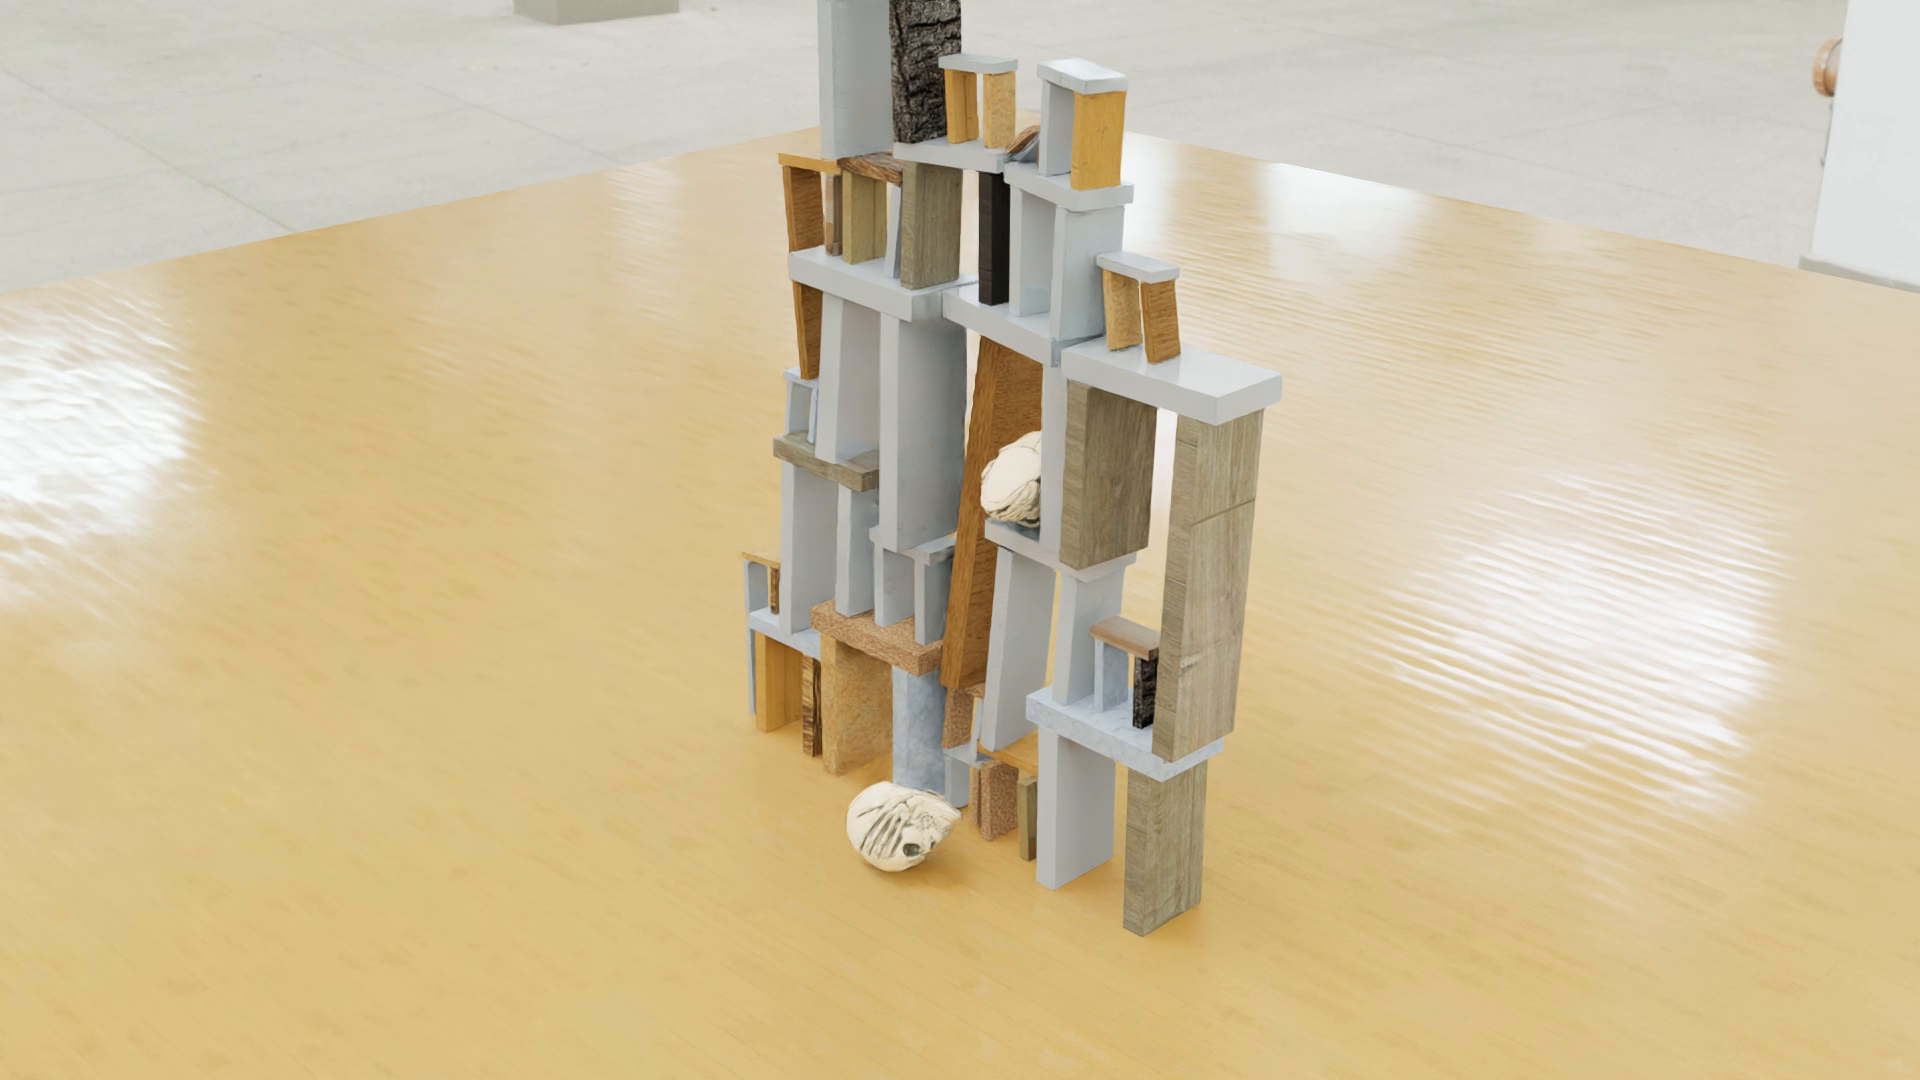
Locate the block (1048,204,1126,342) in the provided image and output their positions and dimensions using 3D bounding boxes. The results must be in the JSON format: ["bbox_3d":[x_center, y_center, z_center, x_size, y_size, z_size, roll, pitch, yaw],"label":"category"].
[{"bbox_3d":[0.218,-0.465,3.778,0.117,0.235,0.033,-12,30,-25],"label":"block"}]

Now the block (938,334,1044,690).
[{"bbox_3d":[0.075,-0.083,4.286,0.049,0.754,0.174,19,20,35],"label":"block"}]

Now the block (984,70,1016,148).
[{"bbox_3d":[0.070,-0.762,3.883,0.018,0.130,0.065,16,26,39],"label":"block"}]

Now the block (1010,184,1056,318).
[{"bbox_3d":[0.147,-0.522,3.908,0.117,0.235,0.033,-14,27,-29],"label":"block"}]

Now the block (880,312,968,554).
[{"bbox_3d":[-0.071,-0.222,4.225,0.178,0.474,0.050,-20,31,-40],"label":"block"}]

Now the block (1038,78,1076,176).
[{"bbox_3d":[0.178,-0.707,3.748,0.082,0.165,0.023,-13,29,-28],"label":"block"}]

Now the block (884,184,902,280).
[{"bbox_3d":[-0.093,-0.583,4.105,0.089,0.178,0.025,-19,37,-39],"label":"block"}]

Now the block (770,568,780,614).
[{"bbox_3d":[-0.380,0.101,4.708,0.015,0.108,0.054,21,28,41],"label":"block"}]

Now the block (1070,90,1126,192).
[{"bbox_3d":[0.230,-0.667,3.654,0.082,0.165,0.023,-11,30,-23],"label":"block"}]

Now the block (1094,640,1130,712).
[{"bbox_3d":[0.279,0.238,4.034,0.071,0.142,0.020,-21,30,-40],"label":"block"}]

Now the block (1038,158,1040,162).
[{"bbox_3d":[0.165,-0.690,3.787,0.046,0.104,0.013,-12,42,-26],"label":"block"}]

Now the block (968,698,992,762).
[{"bbox_3d":[0.055,0.372,4.376,0.019,0.131,0.066,23,22,36],"label":"block"}]

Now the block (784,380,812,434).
[{"bbox_3d":[-0.331,-0.279,4.512,0.058,0.116,0.016,-18,35,-39],"label":"block"}]

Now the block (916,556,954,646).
[{"bbox_3d":[-0.048,0.112,4.336,0.088,0.176,0.025,-21,30,-41],"label":"block"}]

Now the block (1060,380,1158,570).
[{"bbox_3d":[0.263,-0.130,3.872,0.171,0.343,0.049,-17,31,-35],"label":"block"}]

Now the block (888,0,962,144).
[{"bbox_3d":[-0.060,-0.873,3.946,0.042,0.298,0.149,15,26,37],"label":"block"}]

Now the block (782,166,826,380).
[{"bbox_3d":[-0.297,-0.534,4.363,0.022,0.433,0.079,16,29,40],"label":"block"}]

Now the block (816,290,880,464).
[{"bbox_3d":[-0.201,-0.344,4.357,0.050,0.356,0.178,21,28,33],"label":"block"}]

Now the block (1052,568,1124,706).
[{"bbox_3d":[0.237,0.164,4.050,0.132,0.264,0.037,-21,35,-40],"label":"block"}]

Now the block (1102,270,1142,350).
[{"bbox_3d":[0.279,-0.400,3.764,0.067,0.135,0.019,-17,19,-39],"label":"block"}]

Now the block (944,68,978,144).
[{"bbox_3d":[0.003,-0.780,3.935,0.018,0.131,0.065,13,24,38],"label":"block"}]

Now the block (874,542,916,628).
[{"bbox_3d":[-0.131,0.079,4.413,0.088,0.176,0.025,-21,30,-41],"label":"block"}]

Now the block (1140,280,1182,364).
[{"bbox_3d":[0.338,-0.372,3.701,0.068,0.135,0.019,-21,22,-41],"label":"block"}]

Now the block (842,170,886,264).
[{"bbox_3d":[-0.181,-0.622,4.192,0.089,0.178,0.025,-19,30,-39],"label":"block"}]

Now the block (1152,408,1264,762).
[{"bbox_3d":[0.426,0.068,3.792,0.171,0.644,0.049,-21,33,-40],"label":"block"}]

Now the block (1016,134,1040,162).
[{"bbox_3d":[0.137,-0.686,3.833,0.046,0.013,0.093,-12,-10,-27],"label":"block"}]

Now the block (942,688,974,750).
[{"bbox_3d":[-0.002,0.351,4.427,0.019,0.131,0.066,18,20,38],"label":"block"}]

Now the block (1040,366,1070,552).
[{"bbox_3d":[0.214,-0.169,3.952,0.049,0.347,0.174,16,28,31],"label":"block"}]

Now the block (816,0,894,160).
[{"bbox_3d":[-0.192,-0.902,4.087,0.149,0.366,0.042,-18,27,-38],"label":"block"}]

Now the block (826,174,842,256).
[{"bbox_3d":[-0.222,-0.632,4.237,0.079,0.158,0.022,-20,31,-40],"label":"block"}]

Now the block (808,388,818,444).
[{"bbox_3d":[-0.277,-0.257,4.461,0.058,0.116,0.016,-17,36,-39],"label":"block"}]

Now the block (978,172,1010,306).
[{"bbox_3d":[0.086,-0.556,3.974,0.034,0.246,0.119,20,30,40],"label":"block"}]

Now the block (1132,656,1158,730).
[{"bbox_3d":[0.344,0.264,3.971,0.071,0.142,0.020,-21,30,-40],"label":"block"}]

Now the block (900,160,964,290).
[{"bbox_3d":[-0.052,-0.588,4.047,0.119,0.238,0.034,-19,31,-40],"label":"block"}]

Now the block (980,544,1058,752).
[{"bbox_3d":[0.115,0.192,4.232,0.132,0.460,0.037,-24,41,-39],"label":"block"}]

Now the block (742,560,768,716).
[{"bbox_3d":[-0.441,0.208,4.798,0.015,0.370,0.054,21,31,41],"label":"block"}]
